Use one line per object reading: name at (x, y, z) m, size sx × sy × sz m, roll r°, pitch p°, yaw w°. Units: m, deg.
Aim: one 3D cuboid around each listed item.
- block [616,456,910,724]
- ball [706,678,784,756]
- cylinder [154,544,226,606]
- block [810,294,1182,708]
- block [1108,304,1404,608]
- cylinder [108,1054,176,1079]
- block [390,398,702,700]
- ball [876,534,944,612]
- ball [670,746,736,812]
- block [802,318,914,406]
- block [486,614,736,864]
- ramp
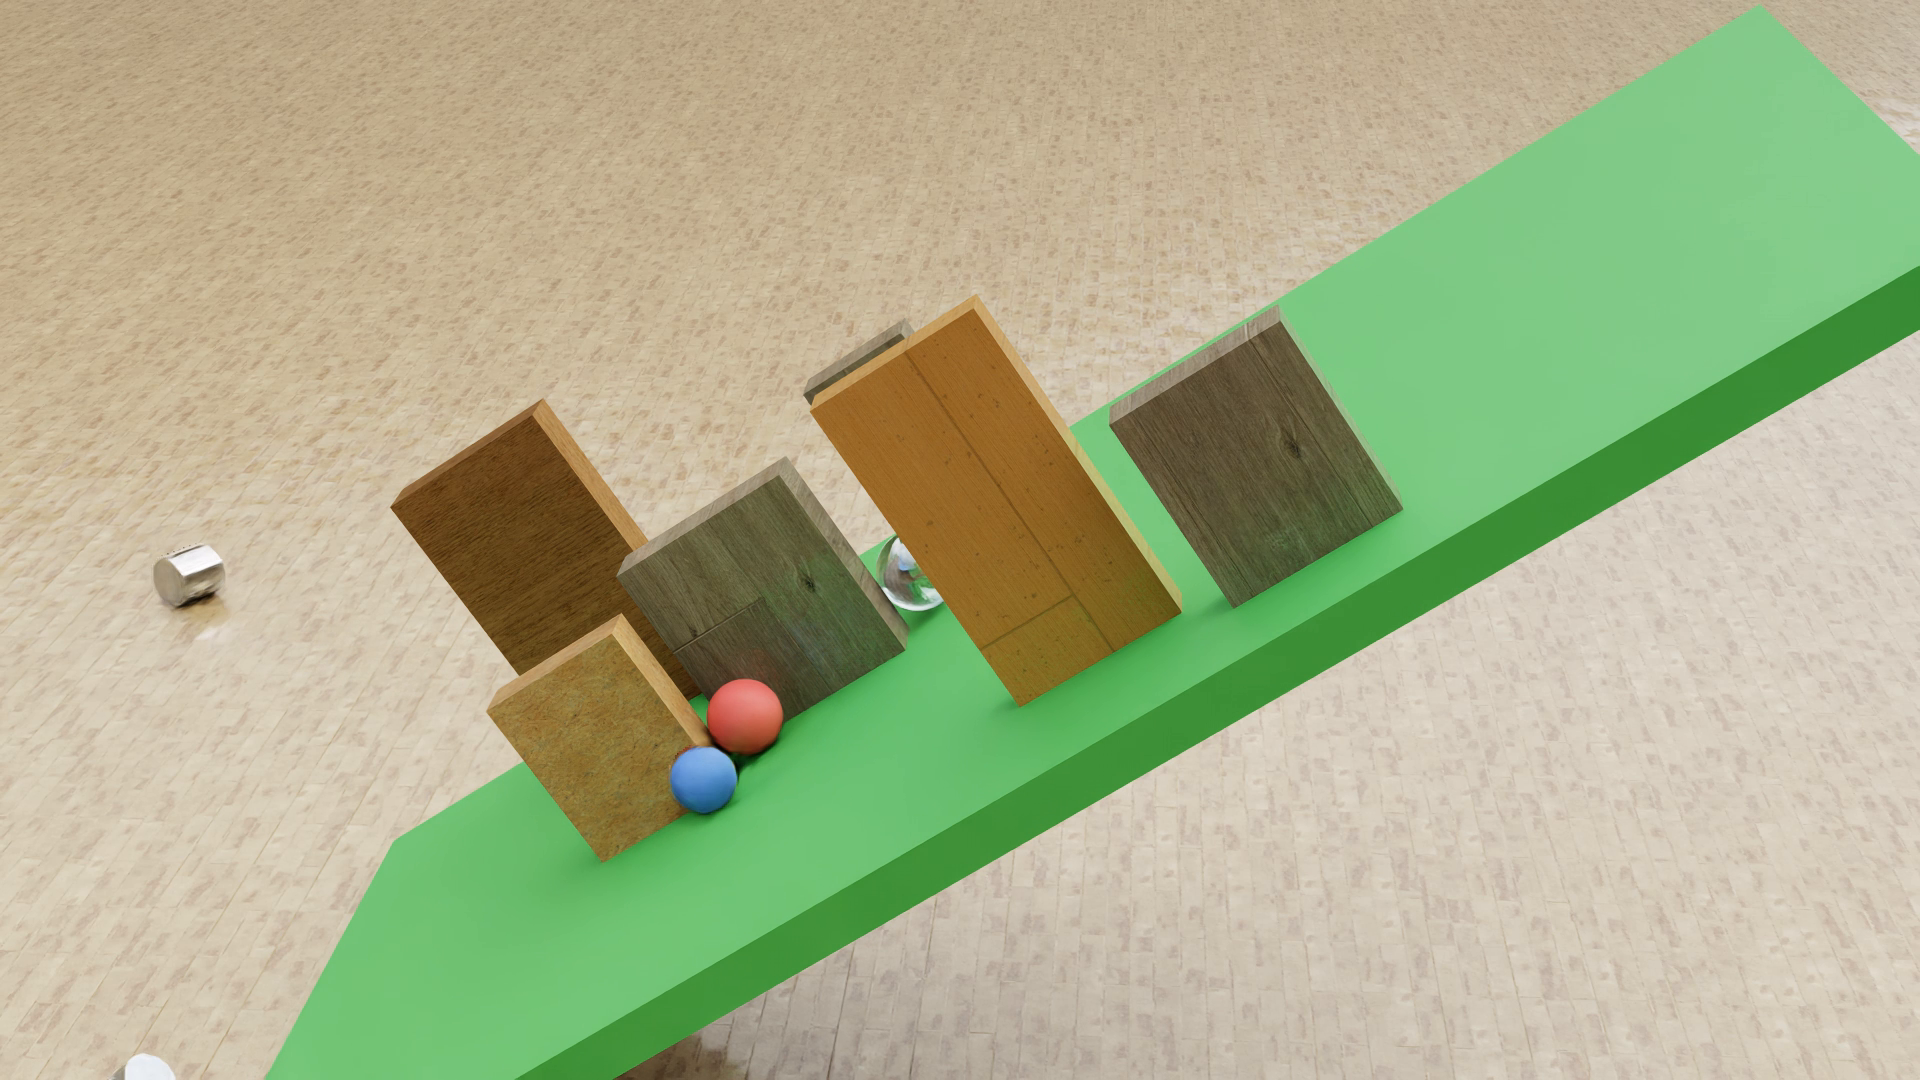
block at (-0.432, 0.139, 6.495) m, size 0.439 × 0.484 × 0.127 m, roll -31°, pitch 16°, yaw 14°
ball at (-0.471, 0.387, 6.434) m, size 0.168 × 0.168 × 0.168 m, roll 0°, pitch 21°, yaw 0°
cylinder at (-2.491, 0.115, 9.505) m, size 0.160 × 0.160 × 0.160 m, roll 15°, pitch 25°, yaw 34°
block at (0.074, -0.069, 5.598) m, size 0.371 × 0.715 × 0.098 m, roll -31°, pitch 16°, yaw 14°
block at (0.543, -0.151, 5.401) m, size 0.364 × 0.426 × 0.109 m, roll -31°, pitch 16°, yaw 14°
cylinder at (-1.828, 1.228, 6.517) m, size 0.129 × 0.129 × 0.129 m, roll 34°, pitch 32°, yaw -25°
block at (-0.958, 0.105, 7.129) m, size 0.429 × 0.794 × 0.130 m, roll -31°, pitch 16°, yaw 14°
ball at (-0.095, 0.067, 6.567) m, size 0.185 × 0.185 × 0.185 m, roll 0°, pitch 21°, yaw 0°
ball at (-0.547, 0.511, 6.272) m, size 0.141 × 0.141 × 0.141 m, roll 0°, pitch 21°, yaw 0°
block at (-0.083, -0.193, 6.630) m, size 0.265 × 0.550 × 0.116 m, roll -31°, pitch 16°, yaw 14°
block at (-0.757, 0.433, 6.404) m, size 0.340 × 0.429 × 0.117 m, roll -31°, pitch 16°, yaw 14°
ramp at (0.138, 0.172, 6.299) m, size 4.000 × 0.100 × 2.000 m, roll -31°, pitch 16°, yaw 14°
